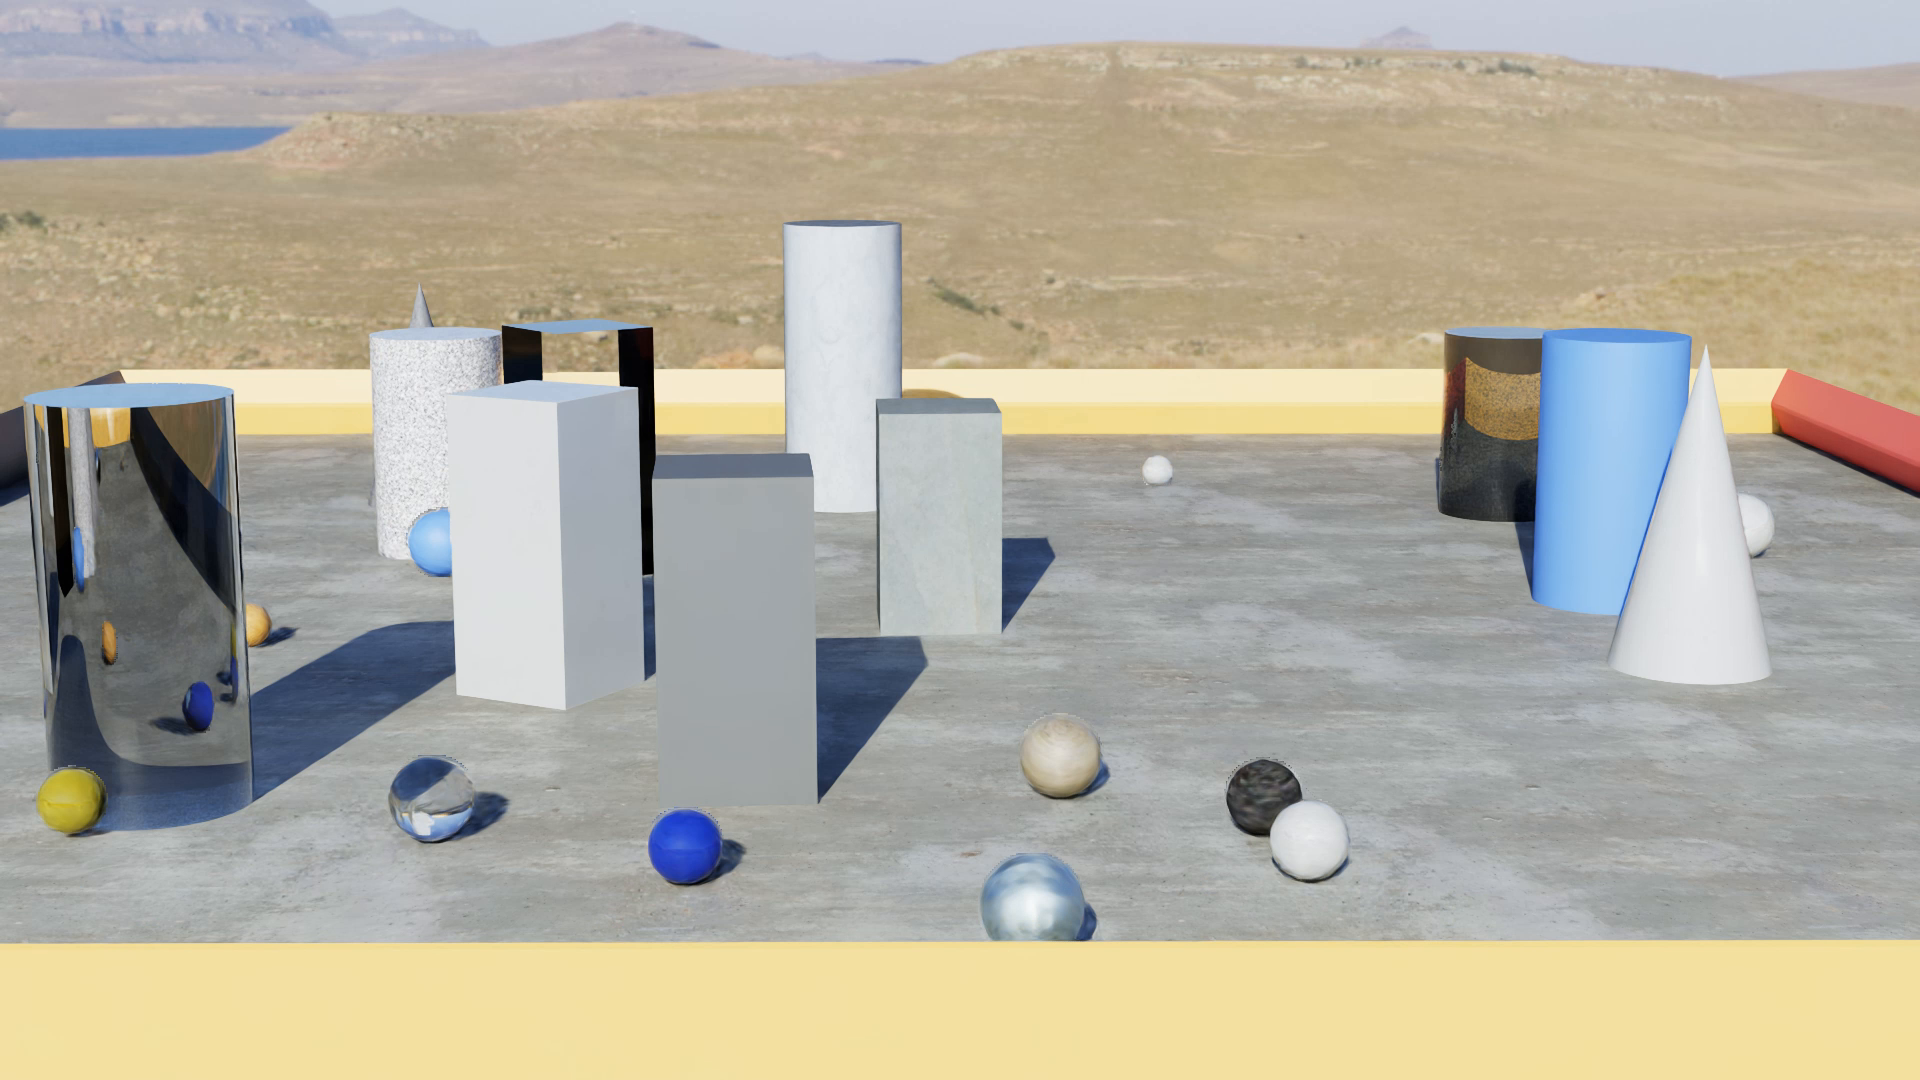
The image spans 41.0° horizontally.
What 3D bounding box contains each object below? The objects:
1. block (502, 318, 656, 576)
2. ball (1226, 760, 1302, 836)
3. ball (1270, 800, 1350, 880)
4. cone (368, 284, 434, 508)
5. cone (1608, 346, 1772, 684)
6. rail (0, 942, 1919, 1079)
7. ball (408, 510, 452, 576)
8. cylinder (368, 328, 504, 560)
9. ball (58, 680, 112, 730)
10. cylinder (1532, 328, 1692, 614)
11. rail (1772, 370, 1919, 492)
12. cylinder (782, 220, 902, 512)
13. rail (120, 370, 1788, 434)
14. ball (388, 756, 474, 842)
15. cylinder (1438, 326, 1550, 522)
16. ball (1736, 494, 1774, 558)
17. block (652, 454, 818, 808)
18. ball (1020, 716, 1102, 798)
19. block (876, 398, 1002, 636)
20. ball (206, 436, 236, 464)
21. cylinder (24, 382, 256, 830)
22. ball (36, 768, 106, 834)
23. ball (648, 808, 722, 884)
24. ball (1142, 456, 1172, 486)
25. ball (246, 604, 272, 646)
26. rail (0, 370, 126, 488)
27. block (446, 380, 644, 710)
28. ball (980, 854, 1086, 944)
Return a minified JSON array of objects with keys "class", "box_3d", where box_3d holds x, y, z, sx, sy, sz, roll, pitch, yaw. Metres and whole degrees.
[{"class":"block","box_3d":[-0.547,-0.130,3.700,0.157,0.358,0.157,-8,13,-38]},{"class":"ball","box_3d":[0.291,0.247,2.454,0.072,0.072,0.072,0,11,0]},{"class":"ball","box_3d":[0.316,0.272,2.318,0.072,0.072,0.072,0,11,0]},{"class":"cone","box_3d":[-0.897,-0.247,4.294,0.196,0.371,0.196,0,11,0]},{"class":"cone","box_3d":[0.895,-0.041,3.114,0.196,0.396,0.196,0,11,0]},{"class":"rail","box_3d":[0.010,0.338,1.805,3.322,0.127,0.045,0,11,0]},{"class":"ball","box_3d":[-0.744,0.005,3.691,0.096,0.096,0.096,0,11,0]},{"class":"cylinder","box_3d":[-0.787,-0.148,3.882,0.196,0.328,0.196,0,11,0]},{"class":"ball","box_3d":[-0.969,0.183,2.840,0.056,0.056,0.056,0,11,0]},{"class":"cylinder","box_3d":[0.888,-0.097,3.502,0.196,0.365,0.196,0,11,0]},{"class":"rail","box_3d":[1.637,0.031,3.458,0.045,0.127,3.391,0,11,0]},{"class":"cylinder","box_3d":[-0.195,-0.293,4.279,0.196,0.468,0.196,0,11,0]},{"class":"rail","box_3d":[-0.010,-0.272,5.093,3.322,0.127,0.045,0,11,0]},{"class":"ball","box_3d":[-0.501,0.246,2.435,0.080,0.080,0.080,0,11,0]},{"class":"cylinder","box_3d":[0.889,-0.192,4.205,0.196,0.296,0.196,0,11,0]},{"class":"ball","box_3d":[1.162,-0.020,3.821,0.098,0.098,0.098,0,11,0]},{"class":"block","box_3d":[-0.227,0.088,2.599,0.157,0.331,0.157,-1,11,-5]},{"class":"ball","box_3d":[0.101,0.218,2.580,0.082,0.082,0.082,0,11,0]},{"class":"block","box_3d":[-0.029,-0.033,3.371,0.157,0.288,0.157,-1,11,-3]},{"class":"ball","box_3d":[-1.365,-0.167,4.740,0.052,0.052,0.052,0,11,0]},{"class":"cylinder","box_3d":[-0.806,0.061,2.529,0.196,0.410,0.196,0,11,0]},{"class":"ball","box_3d":[-0.845,0.248,2.438,0.062,0.062,0.062,0,11,0]},{"class":"ball","box_3d":[-0.247,0.276,2.308,0.067,0.067,0.067,0,11,0]},{"class":"ball","box_3d":[0.345,-0.121,4.486,0.053,0.053,0.053,0,11,0]},{"class":"ball","box_3d":[-0.900,0.108,3.248,0.055,0.055,0.055,0,11,0]},{"class":"rail","box_3d":[-1.637,0.034,3.440,0.045,0.127,3.391,0,11,0]},{"class":"block","box_3d":[-0.483,0.001,3.004,0.157,0.354,0.157,6,12,28]},{"class":"ball","box_3d":[0.060,0.302,2.112,0.086,0.086,0.086,0,11,0]}]
